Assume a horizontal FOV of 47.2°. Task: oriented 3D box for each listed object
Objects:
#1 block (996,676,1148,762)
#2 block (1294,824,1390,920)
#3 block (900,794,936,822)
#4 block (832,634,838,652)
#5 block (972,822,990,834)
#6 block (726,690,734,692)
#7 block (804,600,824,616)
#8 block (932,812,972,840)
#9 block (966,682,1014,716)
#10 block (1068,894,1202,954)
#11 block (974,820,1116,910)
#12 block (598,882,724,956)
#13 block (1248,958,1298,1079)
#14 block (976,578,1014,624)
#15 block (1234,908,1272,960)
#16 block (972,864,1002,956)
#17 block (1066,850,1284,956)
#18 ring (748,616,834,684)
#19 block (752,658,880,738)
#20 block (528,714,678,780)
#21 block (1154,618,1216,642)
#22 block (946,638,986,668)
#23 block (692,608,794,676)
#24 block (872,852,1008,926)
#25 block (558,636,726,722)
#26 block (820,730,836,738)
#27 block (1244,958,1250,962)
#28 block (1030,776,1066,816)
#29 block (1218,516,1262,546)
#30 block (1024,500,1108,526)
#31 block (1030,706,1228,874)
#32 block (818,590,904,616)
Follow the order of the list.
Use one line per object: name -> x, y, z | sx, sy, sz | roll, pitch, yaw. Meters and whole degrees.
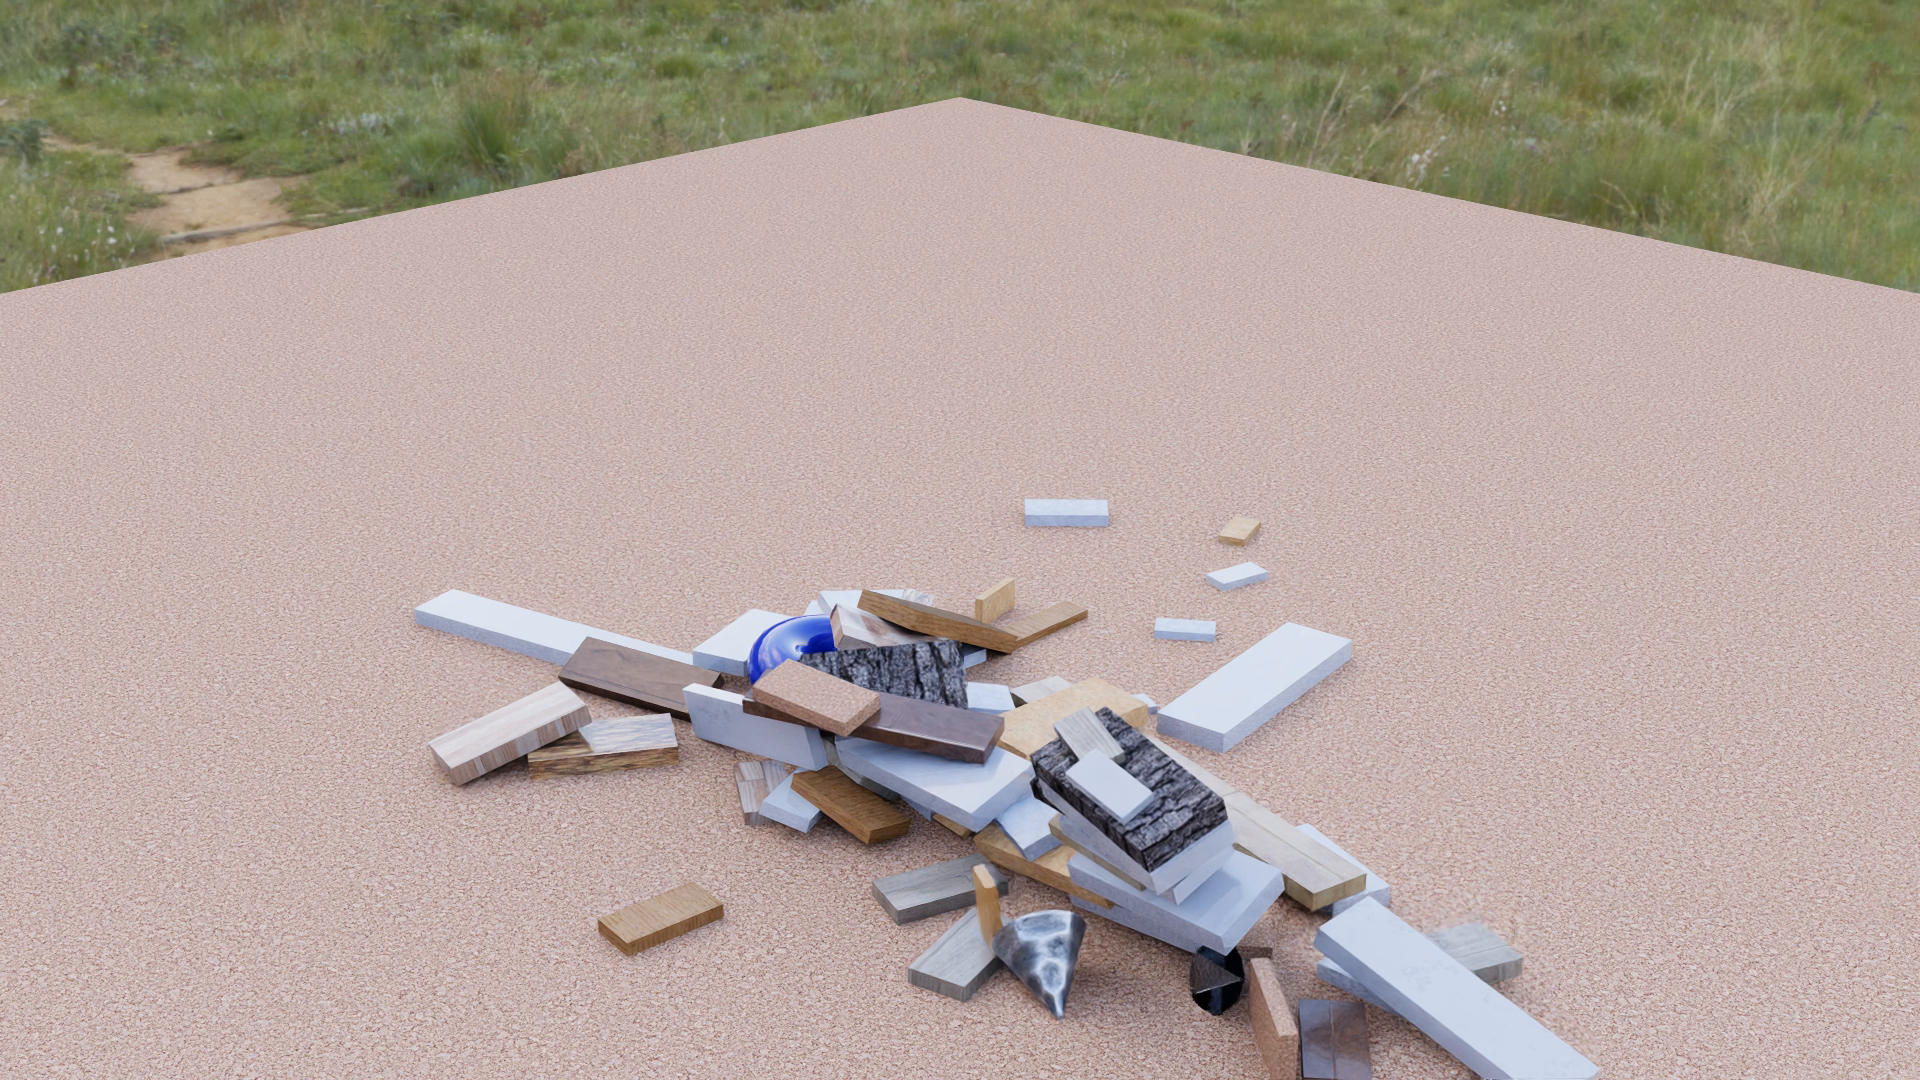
block -> 0.214, 0.386, 4.610 | 0.335, 0.047, 0.167 | -19, 29, -34
block -> 0.691, 0.634, 4.219 | 0.131, 0.037, 0.262 | -11, 26, -25
block -> 0.005, 0.509, 4.520 | 0.227, 0.032, 0.113 | -14, 27, -30
block -> -0.203, 0.261, 4.752 | 0.122, 0.035, 0.245 | 10, 26, -12
block -> 0.052, 0.574, 4.390 | 0.094, 0.013, 0.047 | 16, 28, 33
block -> -0.534, 0.369, 4.821 | 0.106, 0.053, 0.015 | -22, 4, -42
block -> -0.324, 0.207, 5.232 | 0.111, 0.031, 0.221 | 4, 23, 9
block -> -0.008, 0.560, 4.395 | 0.047, 0.013, 0.095 | -46, 41, -16
block -> 0.000, 0.344, 4.716 | 0.223, 0.032, 0.112 | 6, 24, -13
block -> 0.380, 0.645, 4.043 | 0.176, 0.050, 0.353 | -41, 34, -29
block -> 0.209, 0.576, 4.174 | 0.176, 0.050, 0.353 | -40, 33, -28
block -> -0.553, 0.700, 4.073 | 0.207, 0.029, 0.103 | -18, 29, -36
block -> 0.525, 0.813, 3.701 | 0.031, 0.111, 0.222 | -2, 23, -5
block -> 0.085, 0.150, 5.312 | 0.021, 0.074, 0.148 | 14, 27, 30
block -> 0.520, 0.701, 4.009 | 0.091, 0.026, 0.182 | 2, 23, 4
block -> 0.052, 0.661, 3.928 | 0.021, 0.146, 0.073 | -14, 27, -13
block -> 0.383, 0.602, 3.940 | 0.353, 0.050, 0.176 | 20, 50, 40
ring -> -0.268, 0.293, 4.853 | 0.404, 0.135, 0.404 | 9, 23, -4
block -> -0.287, 0.313, 4.385 | 0.232, 0.033, 0.116 | 19, 37, 30
block -> -0.762, 0.438, 4.672 | 0.310, 0.044, 0.155 | -5, 24, -12
block -> 0.536, 0.214, 5.232 | 0.142, 0.020, 0.071 | 3, 23, 8
block -> -0.054, 0.247, 5.138 | 0.111, 0.031, 0.221 | -19, 29, -37
block -> -0.487, 0.235, 5.068 | 0.135, 0.038, 0.269 | 11, 24, 23
block -> -0.038, 0.660, 4.164 | 0.230, 0.033, 0.115 | -11, 25, -24
block -> -0.715, 0.311, 4.919 | 0.376, 0.035, 0.122 | 13, 52, 28
block -> -0.211, 0.356, 4.454 | 0.146, 0.021, 0.073 | -13, 31, 4
block -> 0.474, 0.719, 4.034 | 0.091, 0.026, 0.182 | -16, 28, -33
block -> 0.280, 0.463, 3.959 | 0.146, 0.041, 0.292 | -38, 41, -26
block -> 0.736, -0.023, 5.789 | 0.071, 0.020, 0.142 | 10, 25, 23
block -> 0.285, -0.073, 5.894 | 0.221, 0.031, 0.111 | 0, 23, 1
block -> 0.291, 0.430, 3.838 | 0.171, 0.049, 0.343 | -31, 39, -18
block -> -0.205, 0.164, 5.271 | 0.245, 0.035, 0.122 | -1, 27, -23
